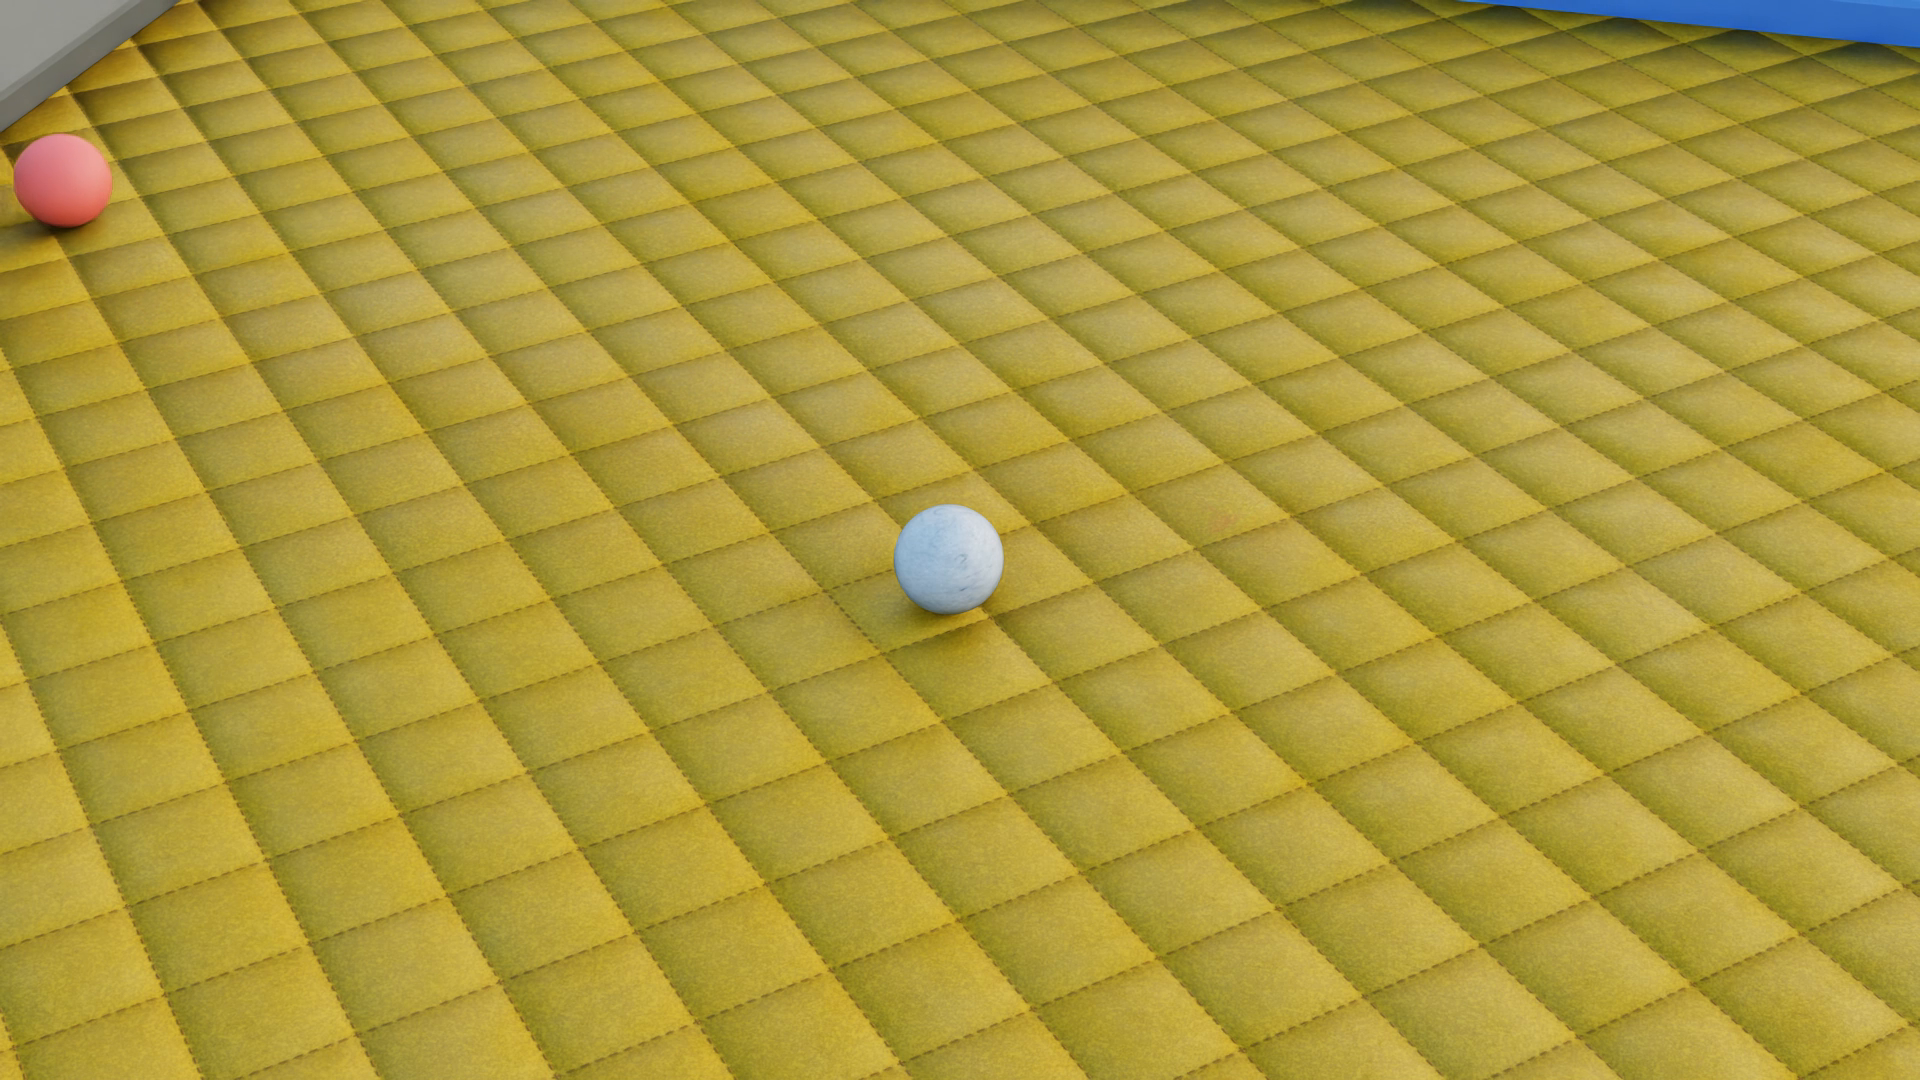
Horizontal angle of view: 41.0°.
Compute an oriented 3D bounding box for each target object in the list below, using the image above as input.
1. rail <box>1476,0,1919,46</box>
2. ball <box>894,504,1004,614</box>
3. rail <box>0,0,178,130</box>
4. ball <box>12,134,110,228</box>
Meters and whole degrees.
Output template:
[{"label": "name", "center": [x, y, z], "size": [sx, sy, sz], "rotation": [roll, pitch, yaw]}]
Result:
[{"label": "rail", "center": [1.391, -0.495, 2.543], "size": [4.458, 0.123, 0.045], "rotation": [9, 35, 13]}, {"label": "ball", "center": [-0.008, 0.014, 1.833], "size": [0.079, 0.079, 0.079], "rotation": [0, 34, 0]}, {"label": "rail", "center": [-1.052, -0.179, 2.077], "size": [0.045, 0.123, 2.432], "rotation": [9, 35, 13]}, {"label": "ball", "center": [-0.816, -0.326, 2.331], "size": [0.084, 0.084, 0.084], "rotation": [0, 34, 0]}]
